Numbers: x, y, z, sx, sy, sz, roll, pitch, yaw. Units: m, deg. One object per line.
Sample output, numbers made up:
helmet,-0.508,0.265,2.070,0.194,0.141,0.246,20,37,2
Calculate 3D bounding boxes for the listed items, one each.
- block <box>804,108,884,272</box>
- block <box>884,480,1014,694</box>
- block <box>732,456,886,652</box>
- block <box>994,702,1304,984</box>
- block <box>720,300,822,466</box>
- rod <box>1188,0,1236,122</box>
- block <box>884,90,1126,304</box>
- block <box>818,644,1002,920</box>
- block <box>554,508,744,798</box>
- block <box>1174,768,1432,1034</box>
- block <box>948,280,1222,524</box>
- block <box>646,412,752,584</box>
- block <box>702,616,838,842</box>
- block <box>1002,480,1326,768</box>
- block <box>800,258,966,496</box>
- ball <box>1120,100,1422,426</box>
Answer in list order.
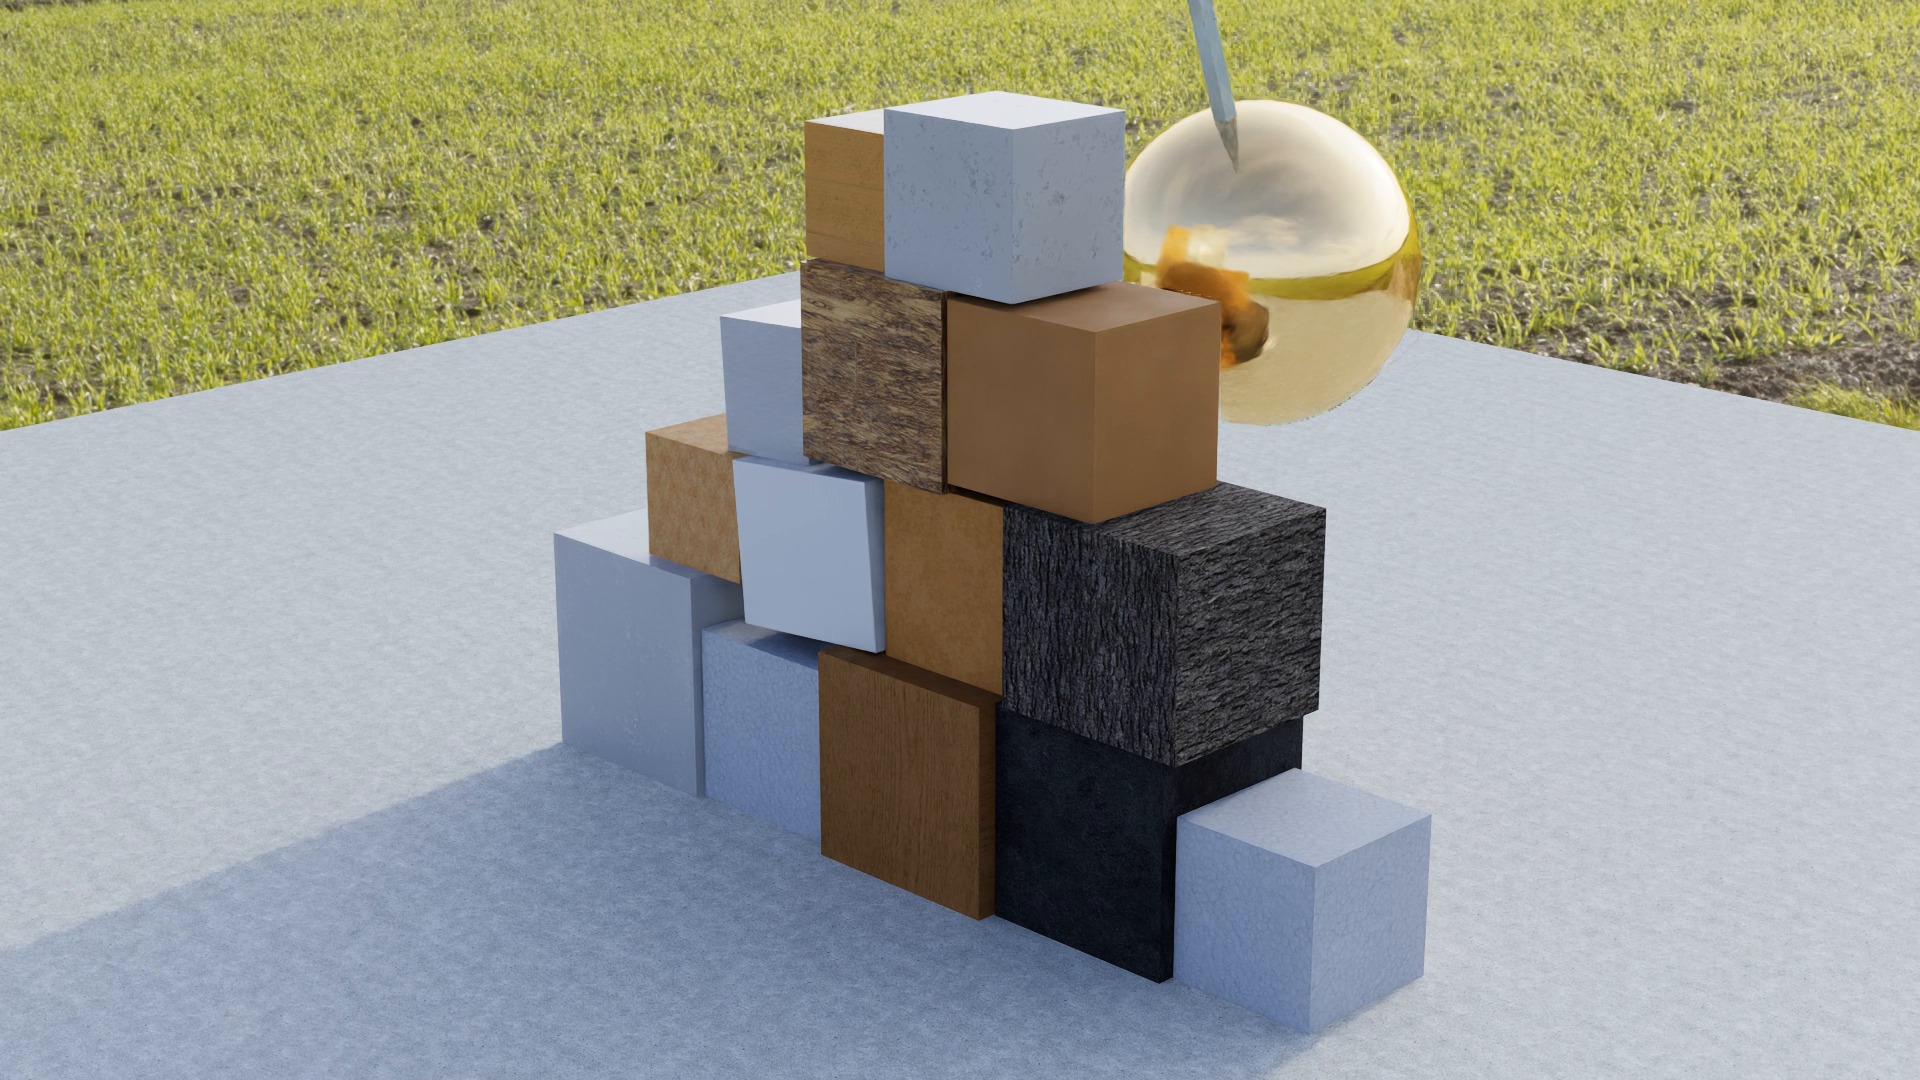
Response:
block,-0.287,-1.574,13.126,0.579,0.607,0.566,-17,24,-42
block,0.209,0.127,13.154,0.716,0.857,0.829,-17,24,-42
block,-0.432,-0.018,13.785,0.824,0.794,0.904,-17,19,-42
block,0.823,1.194,12.867,0.920,1.007,0.968,-17,24,-42
block,-0.693,-0.759,13.811,0.612,0.646,0.570,-17,20,-42
rod,0.636,-4.159,12.701,0.080,5.200,0.080,17,44,42
block,0.189,-1.491,12.647,0.692,0.735,0.772,-17,24,-42
block,0.116,0.977,13.556,1.126,1.007,1.033,-17,24,-42
block,-1.301,0.502,14.874,1.029,1.124,1.066,-17,24,-42
block,1.436,1.502,12.332,0.777,0.740,0.731,-17,24,-42
block,0.528,-0.629,12.595,0.791,0.817,0.857,-17,24,-42
block,-1.024,-0.236,14.314,0.739,0.619,0.676,-17,24,-42
block,-0.591,0.839,14.236,0.928,0.862,0.923,-17,24,-42
block,0.865,0.295,12.532,0.945,0.908,0.987,-17,24,-42
block,-0.097,-0.808,13.200,0.849,0.900,0.896,-17,24,-42
ball,1.467,-1.364,14.450,1.600,1.600,1.600,0,17,0
